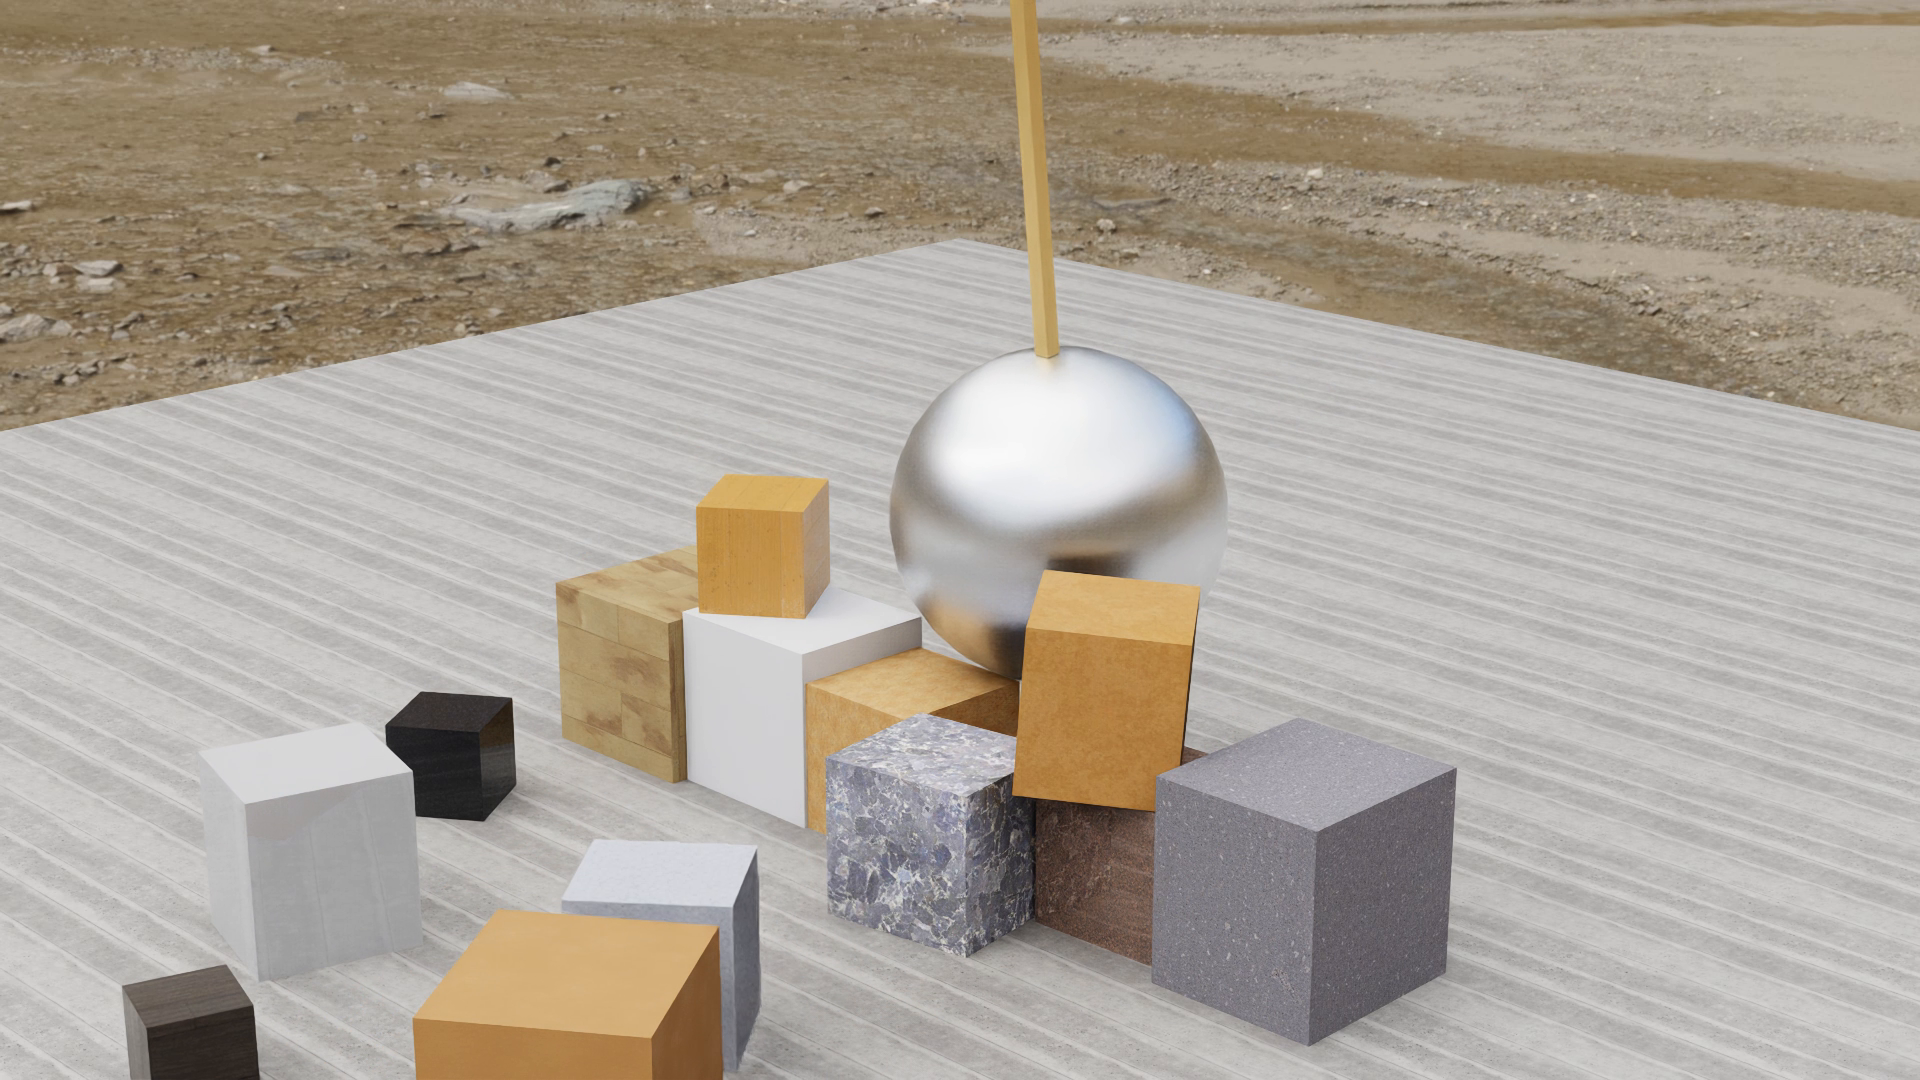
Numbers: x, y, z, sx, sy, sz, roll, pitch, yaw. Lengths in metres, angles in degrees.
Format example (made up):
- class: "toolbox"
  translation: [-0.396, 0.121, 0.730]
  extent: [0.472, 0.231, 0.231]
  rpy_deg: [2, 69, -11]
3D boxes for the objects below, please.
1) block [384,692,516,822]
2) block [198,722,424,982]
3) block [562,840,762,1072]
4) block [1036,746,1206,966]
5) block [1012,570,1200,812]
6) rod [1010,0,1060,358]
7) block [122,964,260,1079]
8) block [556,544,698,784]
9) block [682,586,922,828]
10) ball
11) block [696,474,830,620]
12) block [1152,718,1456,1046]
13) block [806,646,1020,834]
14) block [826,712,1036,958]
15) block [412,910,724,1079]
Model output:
- class: "block"
  translation: [-2.469, 1.047, 14.247]
  extent: [0.472, 0.459, 0.480]
  rpy_deg: [3, 18, 10]
- class: "block"
  translation: [-2.819, 1.339, 12.727]
  extent: [0.730, 0.813, 0.682]
  rpy_deg: [-10, 20, -28]
- class: "block"
  translation: [-1.194, 1.670, 11.834]
  extent: [0.679, 0.717, 0.604]
  rpy_deg: [2, 18, 5]
- class: "block"
  translation: [0.845, 1.353, 12.858]
  extent: [0.756, 0.709, 0.690]
  rpy_deg: [16, 23, 41]
- class: "block"
  translation: [0.636, 0.640, 12.608]
  extent: [0.690, 0.753, 0.782]
  rpy_deg: [6, 18, 5]
- class: "rod"
  translation: [0.201, -3.261, 12.528]
  extent: [0.080, 5.200, 0.080]
  rpy_deg: [17, 30, 42]
- class: "block"
  translation: [-3.000, 1.959, 11.443]
  extent: [0.412, 0.401, 0.411]
  rpy_deg: [-9, 20, -27]
- class: "block"
  translation: [-1.413, 0.615, 14.987]
  extent: [0.909, 0.840, 0.890]
  rpy_deg: [-17, 24, -42]
- class: "block"
  translation: [-0.769, 0.780, 14.397]
  extent: [0.782, 0.880, 0.871]
  rpy_deg: [-17, 24, -42]
- class: "ball"
  translation: [0.464, -0.116, 13.792]
  extent: [1.600, 1.600, 1.600]
  rpy_deg: [0, 17, 0]
- class: "block"
  translation: [-0.962, 0.026, 14.426]
  extent: [0.528, 0.542, 0.581]
  rpy_deg: [3, 18, 9]
- class: "block"
  translation: [1.439, 1.408, 12.296]
  extent: [0.834, 0.940, 0.949]
  rpy_deg: [16, 24, 42]
- class: "block"
  translation: [-0.222, 1.017, 13.890]
  extent: [0.737, 0.731, 0.685]
  rpy_deg: [-17, 24, -42]
- class: "block"
  translation: [-0.078, 1.292, 12.986]
  extent: [0.761, 0.748, 0.690]
  rpy_deg: [12, 21, 34]
- class: "block"
  translation: [-1.426, 1.946, 10.864]
  extent: [0.875, 0.772, 0.934]
  rpy_deg: [3, 18, 10]
